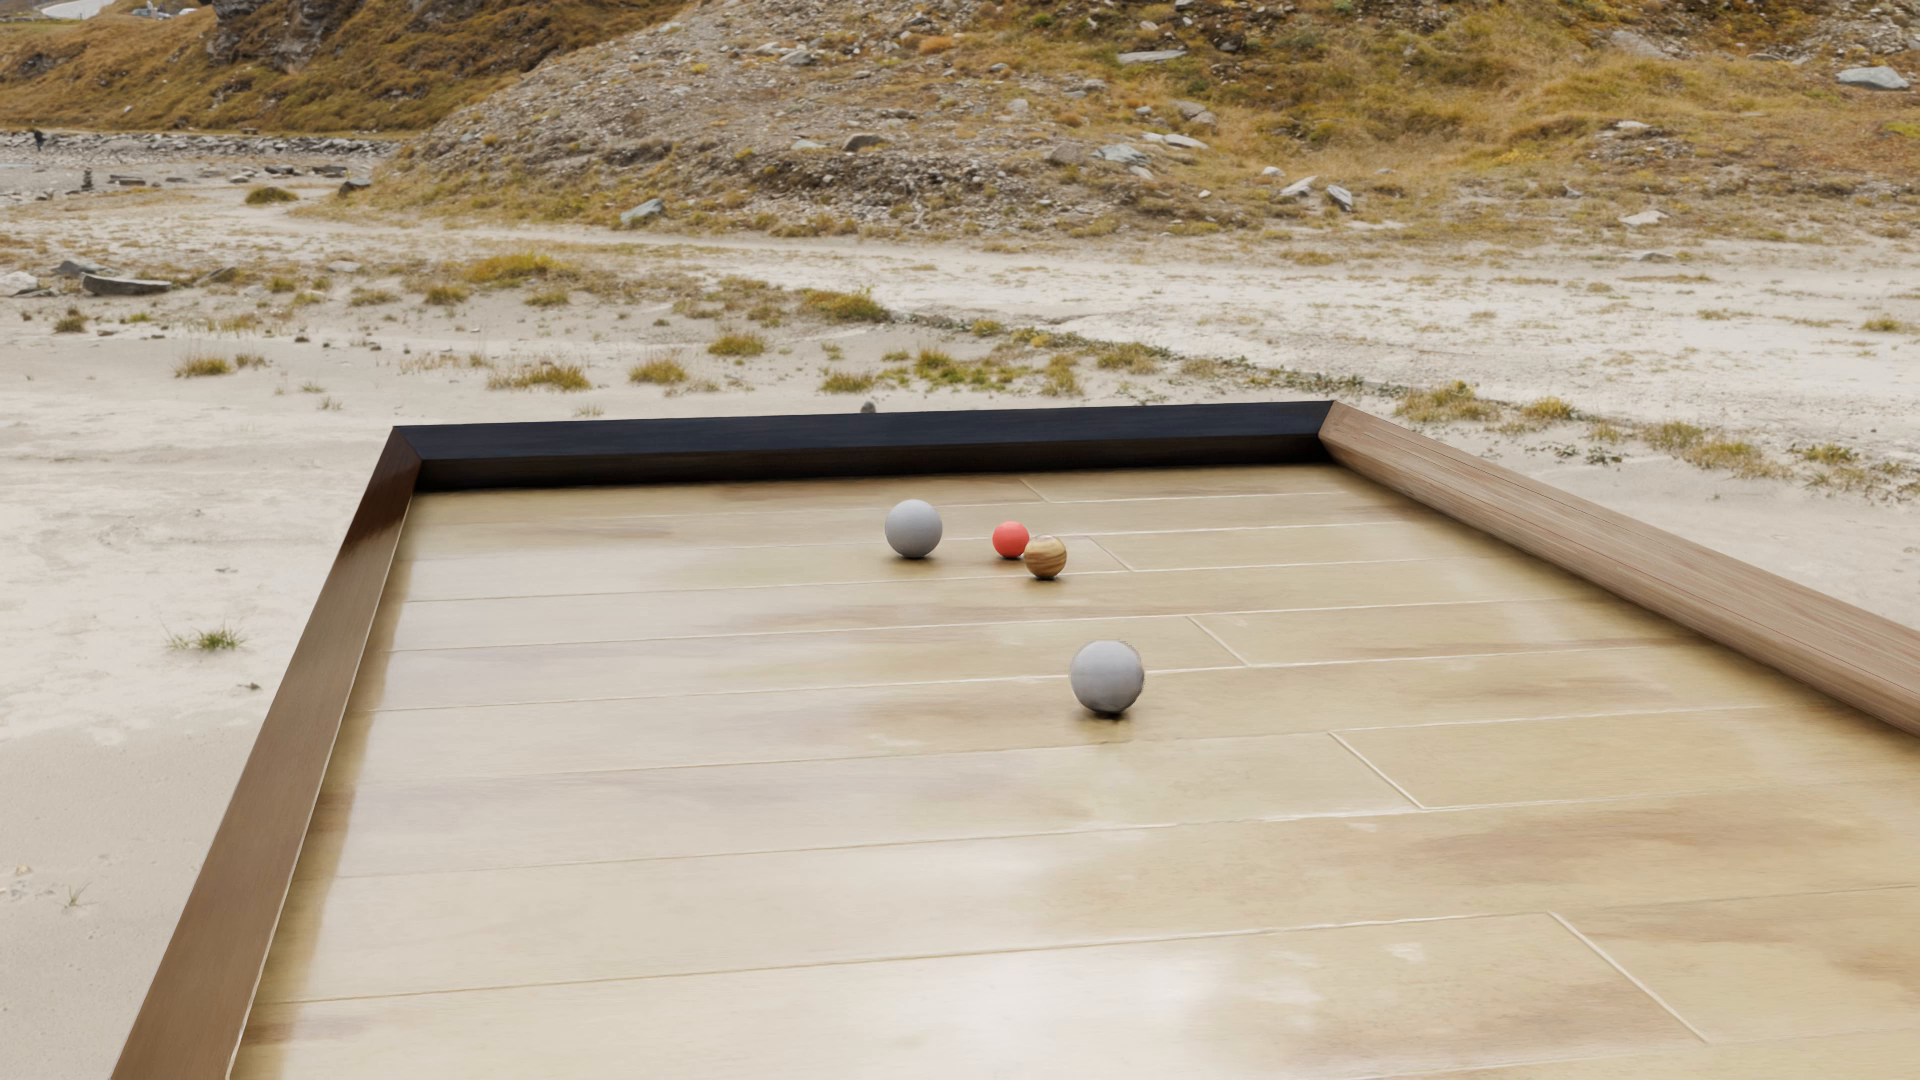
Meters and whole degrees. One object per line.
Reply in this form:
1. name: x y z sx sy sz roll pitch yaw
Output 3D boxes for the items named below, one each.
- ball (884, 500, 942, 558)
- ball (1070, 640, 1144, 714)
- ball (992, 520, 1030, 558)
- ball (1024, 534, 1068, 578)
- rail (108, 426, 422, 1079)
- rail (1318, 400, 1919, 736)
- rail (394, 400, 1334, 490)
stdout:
1. ball: -0.063 -0.016 3.005 0.080 0.080 0.080 0 12 0
2. ball: 0.151 0.141 2.256 0.075 0.075 0.075 0 12 0
3. ball: 0.069 -0.001 3.004 0.051 0.051 0.051 0 12 0
4. ball: 0.112 0.021 2.880 0.058 0.058 0.058 0 12 0
5. rail: -0.620 0.146 2.156 0.045 0.103 2.796 -2 12 -10
6. rail: 0.877 0.090 2.430 0.045 0.103 2.796 -2 12 -10
7. rail: -0.124 -0.155 3.616 1.570 0.103 0.045 -2 12 -10
